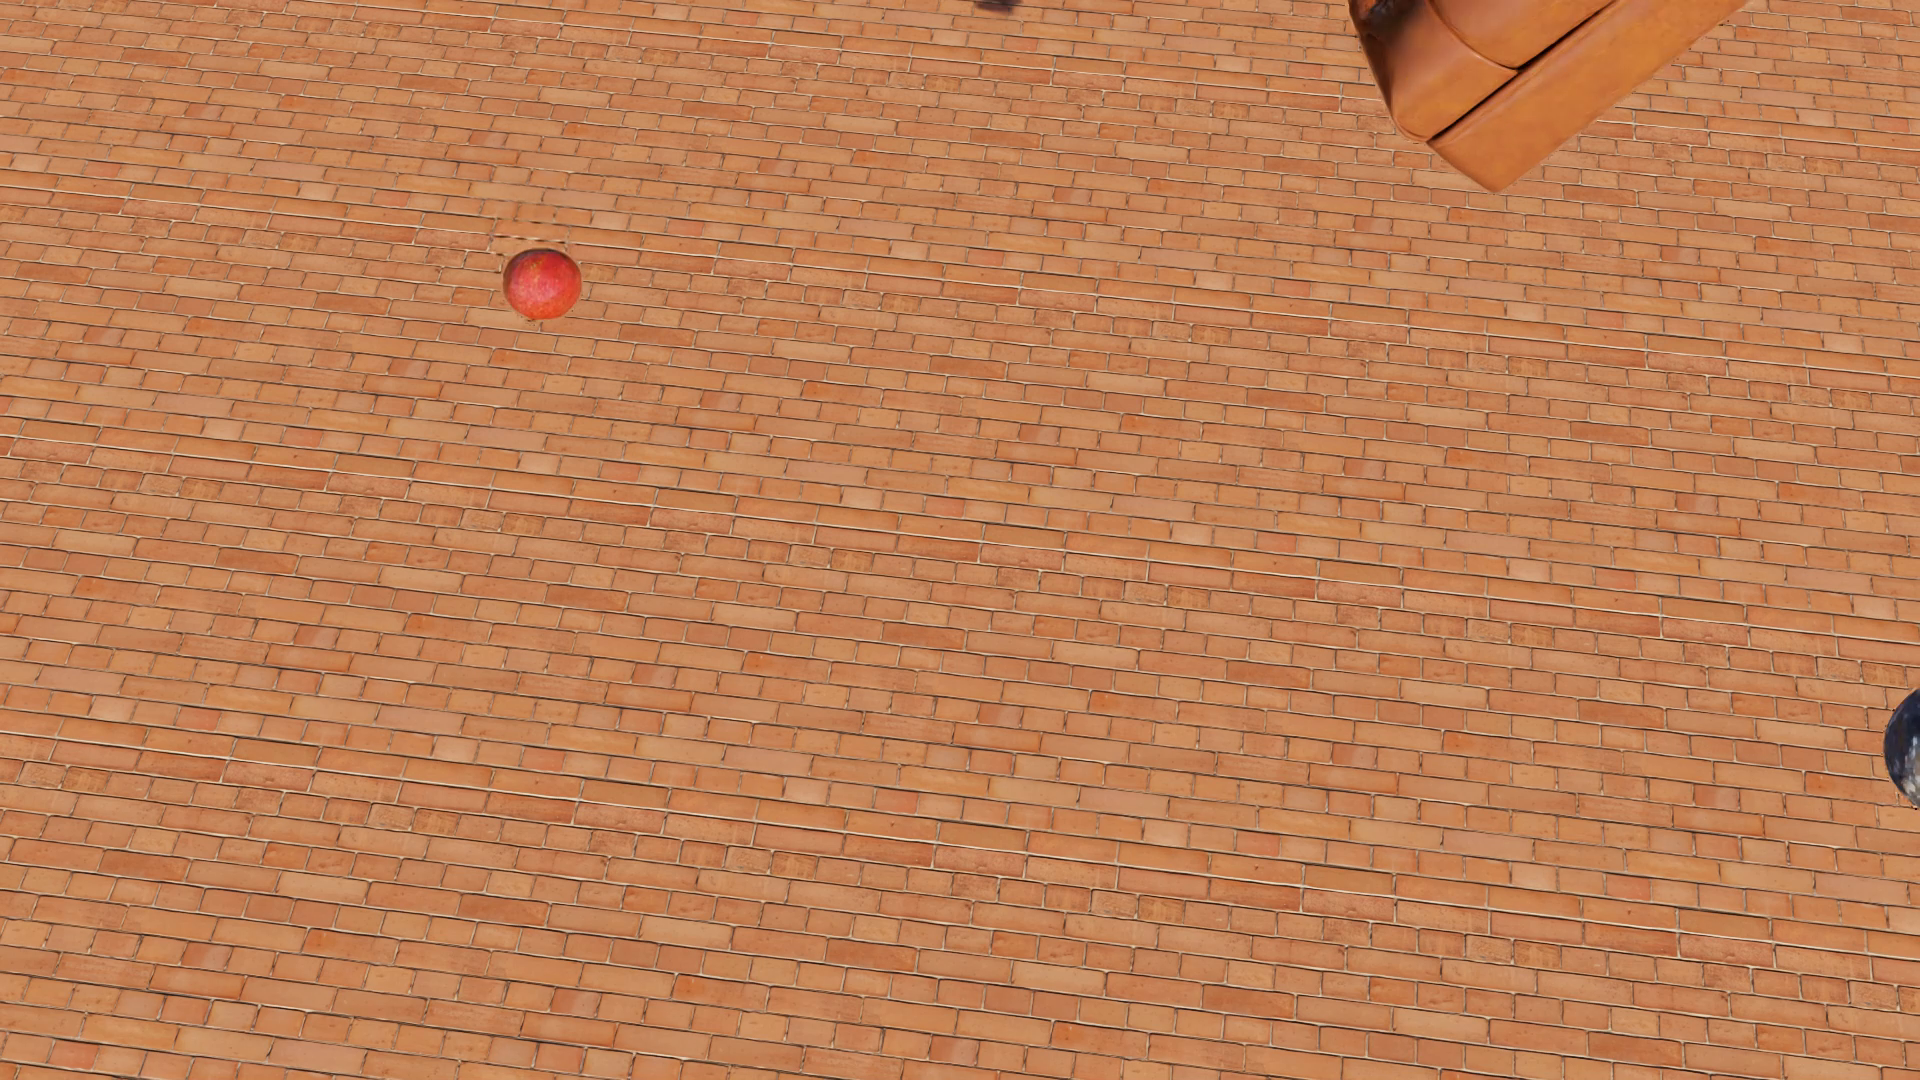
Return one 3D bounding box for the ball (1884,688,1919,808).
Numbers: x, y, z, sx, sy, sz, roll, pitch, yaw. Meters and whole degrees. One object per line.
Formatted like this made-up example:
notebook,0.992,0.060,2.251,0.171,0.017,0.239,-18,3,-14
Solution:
ball,1.509,0.316,3.311,0.218,0.218,0.218,0,56,0
